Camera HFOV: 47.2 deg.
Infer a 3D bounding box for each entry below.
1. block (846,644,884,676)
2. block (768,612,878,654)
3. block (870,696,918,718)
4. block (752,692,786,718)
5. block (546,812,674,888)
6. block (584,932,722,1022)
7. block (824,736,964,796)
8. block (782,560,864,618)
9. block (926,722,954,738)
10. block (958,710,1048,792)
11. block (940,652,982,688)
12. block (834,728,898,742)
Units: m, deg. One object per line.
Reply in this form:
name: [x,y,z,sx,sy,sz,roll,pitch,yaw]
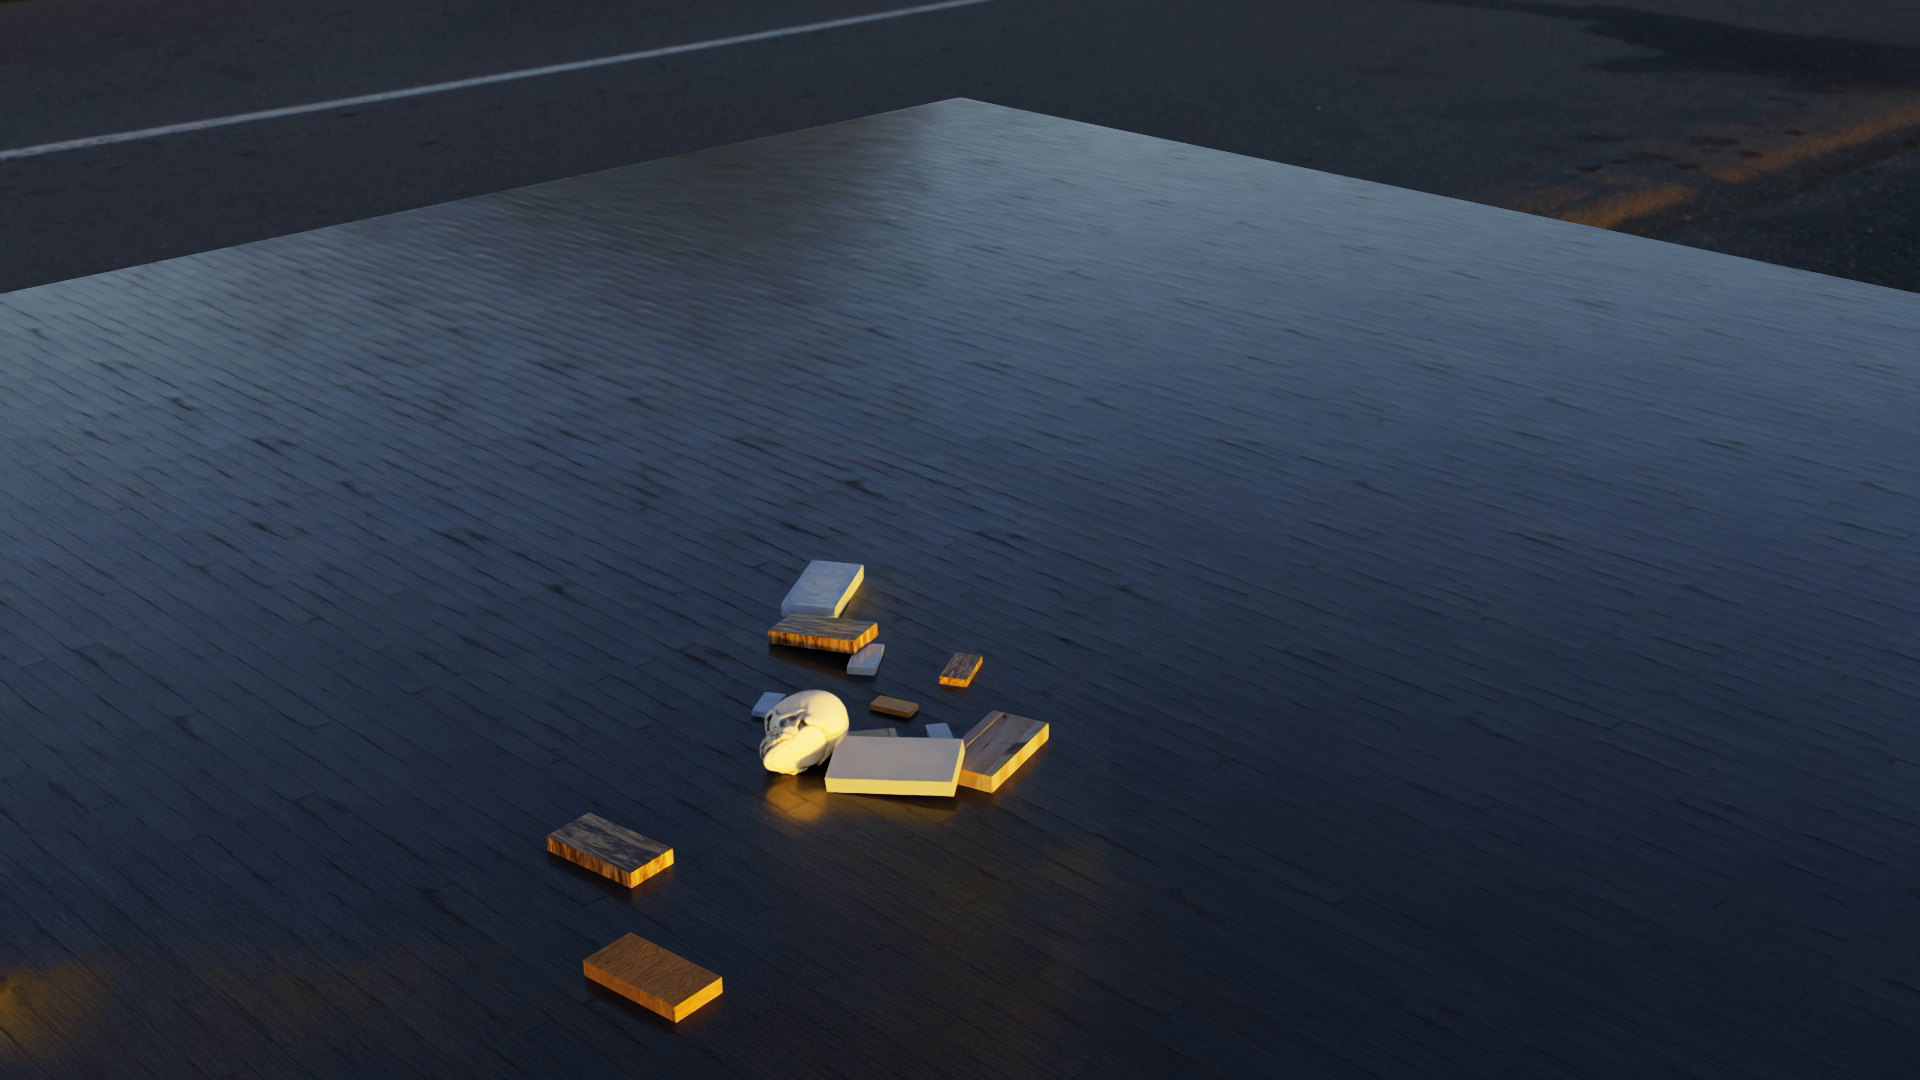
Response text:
block: [-0.218,0.275,5.088,0.065,0.018,0.130,3,23,7]
block: [-0.322,0.219,5.177,0.230,0.033,0.115,6,23,26]
block: [-0.145,0.369,4.873,0.096,0.014,0.048,11,25,24]
block: [-0.425,0.366,4.881,0.047,0.013,0.094,5,24,13]
block: [-0.684,0.604,4.295,0.230,0.033,0.115,16,28,34]
block: [-0.545,0.773,3.897,0.230,0.033,0.115,17,28,35]
block: [-0.134,0.467,4.551,0.267,0.038,0.134,1,36,12]
block: [-0.337,0.124,5.419,0.134,0.038,0.267,5,23,12]
block: [-0.042,0.424,4.743,0.048,0.014,0.096,-5,23,-11]
block: [0.069,0.446,4.661,0.134,0.038,0.267,12,26,25]
block: [0.002,0.297,5.038,0.065,0.018,0.130,7,24,15]
block: [-0.200,0.432,4.720,0.132,0.018,0.065,-4,23,-9]
